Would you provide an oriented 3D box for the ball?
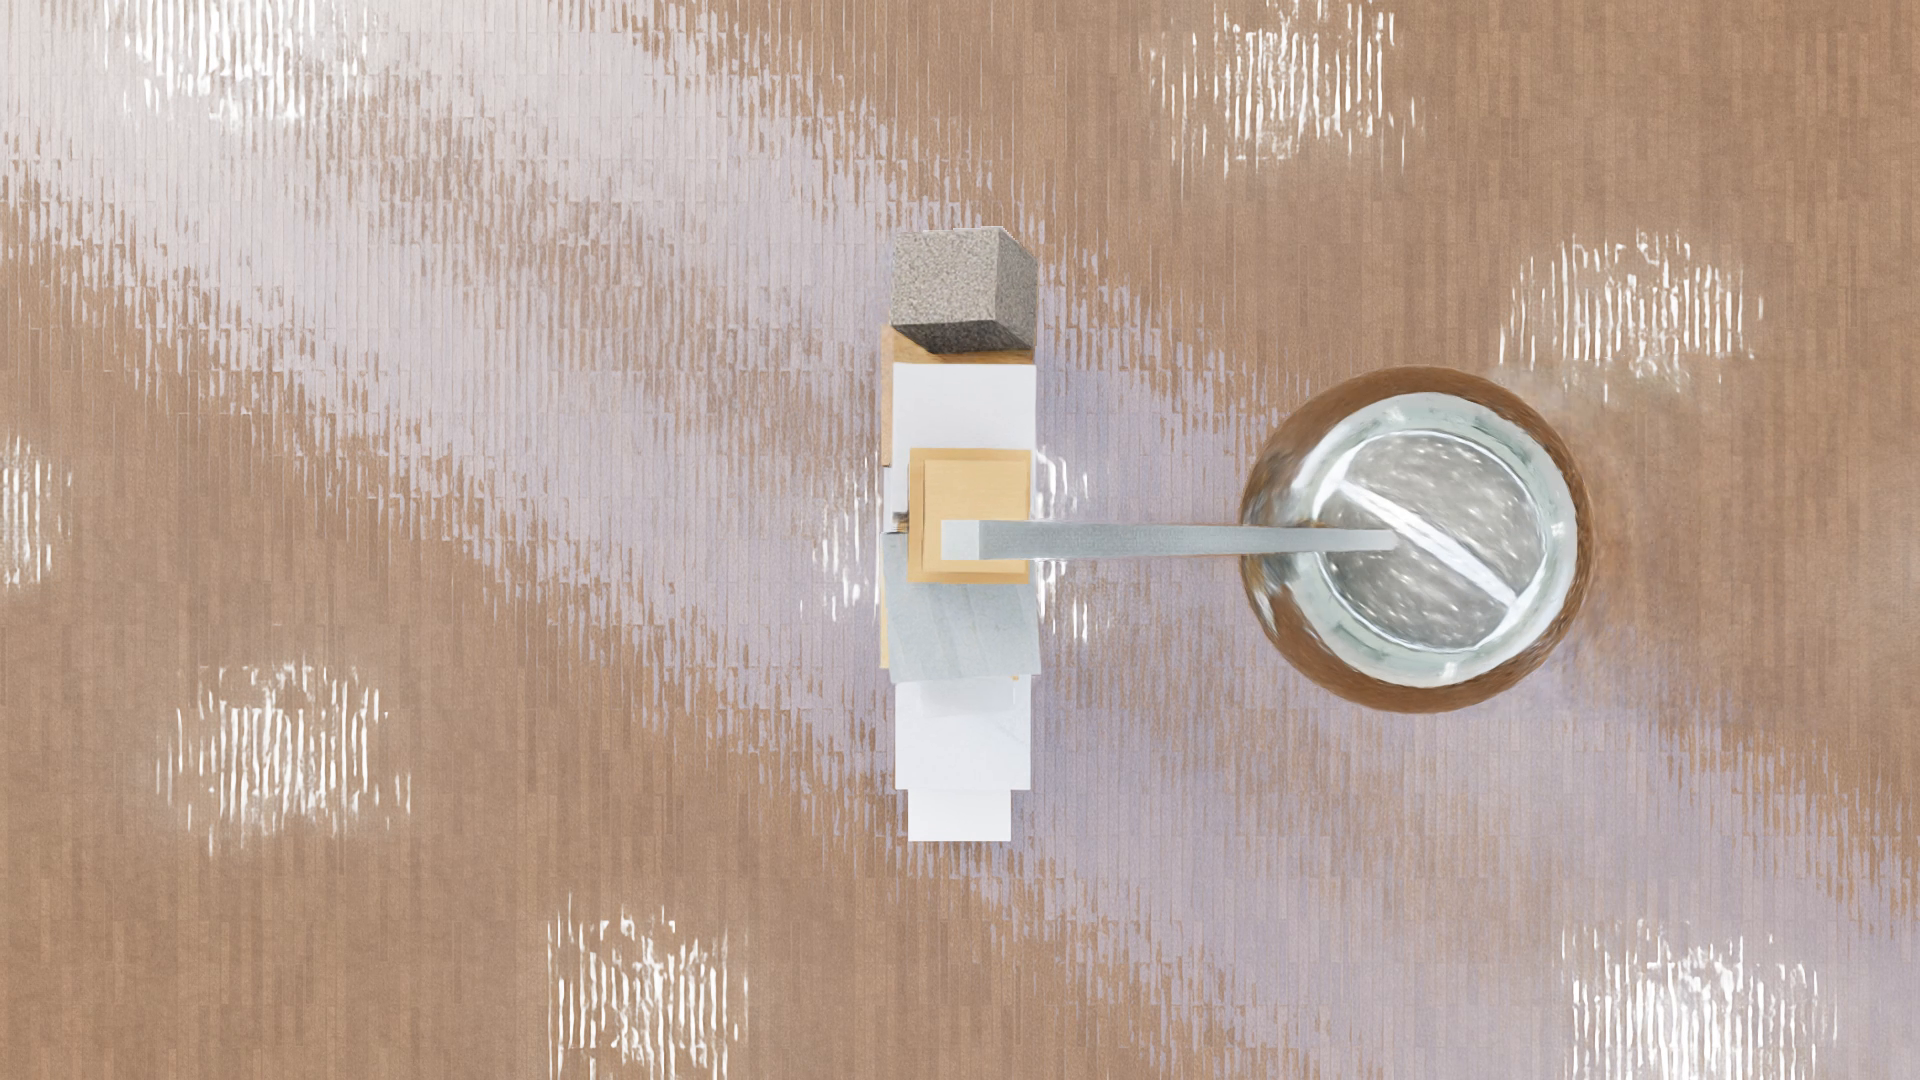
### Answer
[{"bbox_3d":[2.074,0.000,10.061,1.600,1.600,1.600,0,90,0],"label":"ball"}]

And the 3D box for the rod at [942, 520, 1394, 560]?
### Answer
[{"bbox_3d":[0.899,0.000,6.871,0.080,5.200,0.080,0,90,20],"label":"rod"}]

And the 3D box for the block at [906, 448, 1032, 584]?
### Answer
[{"bbox_3d":[0.029,-0.102,9.319,0.499,0.521,0.557,1,91,-2],"label":"block"}]

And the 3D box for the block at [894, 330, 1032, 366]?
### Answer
[{"bbox_3d":[0.016,-0.968,11.787,0.720,0.675,0.752,0,89,0],"label":"block"}]

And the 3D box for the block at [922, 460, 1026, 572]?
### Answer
[{"bbox_3d":[0.052,-0.096,8.874,0.400,0.368,0.440,1,91,-2],"label":"block"}]

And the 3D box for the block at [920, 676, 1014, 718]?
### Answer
[{"bbox_3d":[0.027,0.562,10.647,0.434,0.488,0.497,-5,94,2],"label":"block"}]

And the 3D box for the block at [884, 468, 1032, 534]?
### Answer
[{"bbox_3d":[-0.013,0.002,12.584,0.820,0.817,0.806,1,91,0],"label":"block"}]

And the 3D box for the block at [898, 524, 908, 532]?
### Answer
[{"bbox_3d":[-0.008,-0.024,10.561,0.585,0.498,0.529,1,88,-2],"label":"block"}]

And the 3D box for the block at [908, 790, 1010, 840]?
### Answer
[{"bbox_3d":[-0.003,1.403,12.714,0.575,0.572,0.595,0,90,0],"label":"block"}]

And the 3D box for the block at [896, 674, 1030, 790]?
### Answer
[{"bbox_3d":[0.016,1.024,12.112,0.722,0.607,0.627,0,90,0],"label":"block"}]

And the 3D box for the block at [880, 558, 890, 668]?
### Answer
[{"bbox_3d":[-0.054,0.347,11.778,0.716,0.745,0.677,1,87,0],"label":"block"}]

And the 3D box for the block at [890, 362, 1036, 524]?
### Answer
[{"bbox_3d":[0.005,-0.422,9.964,0.623,0.726,0.650,1,86,-2],"label":"block"}]

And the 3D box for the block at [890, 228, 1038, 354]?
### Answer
[{"bbox_3d":[0.025,-1.242,11.064,0.555,0.574,0.462,-1,80,22],"label":"block"}]

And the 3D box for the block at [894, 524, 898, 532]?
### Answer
[{"bbox_3d":[-0.051,-0.057,11.115,0.562,0.605,0.580,1,88,-1],"label":"block"}]

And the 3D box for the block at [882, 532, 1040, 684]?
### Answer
[{"bbox_3d":[0.001,0.276,9.947,0.657,0.701,0.648,-4,91,-1],"label":"block"}]

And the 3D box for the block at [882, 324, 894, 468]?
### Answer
[{"bbox_3d":[-0.017,-0.804,12.564,0.831,0.871,0.780,0,90,0],"label":"block"}]

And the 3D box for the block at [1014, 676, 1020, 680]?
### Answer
[{"bbox_3d":[0.053,0.486,11.113,0.468,0.424,0.452,-4,90,2],"label":"block"}]
